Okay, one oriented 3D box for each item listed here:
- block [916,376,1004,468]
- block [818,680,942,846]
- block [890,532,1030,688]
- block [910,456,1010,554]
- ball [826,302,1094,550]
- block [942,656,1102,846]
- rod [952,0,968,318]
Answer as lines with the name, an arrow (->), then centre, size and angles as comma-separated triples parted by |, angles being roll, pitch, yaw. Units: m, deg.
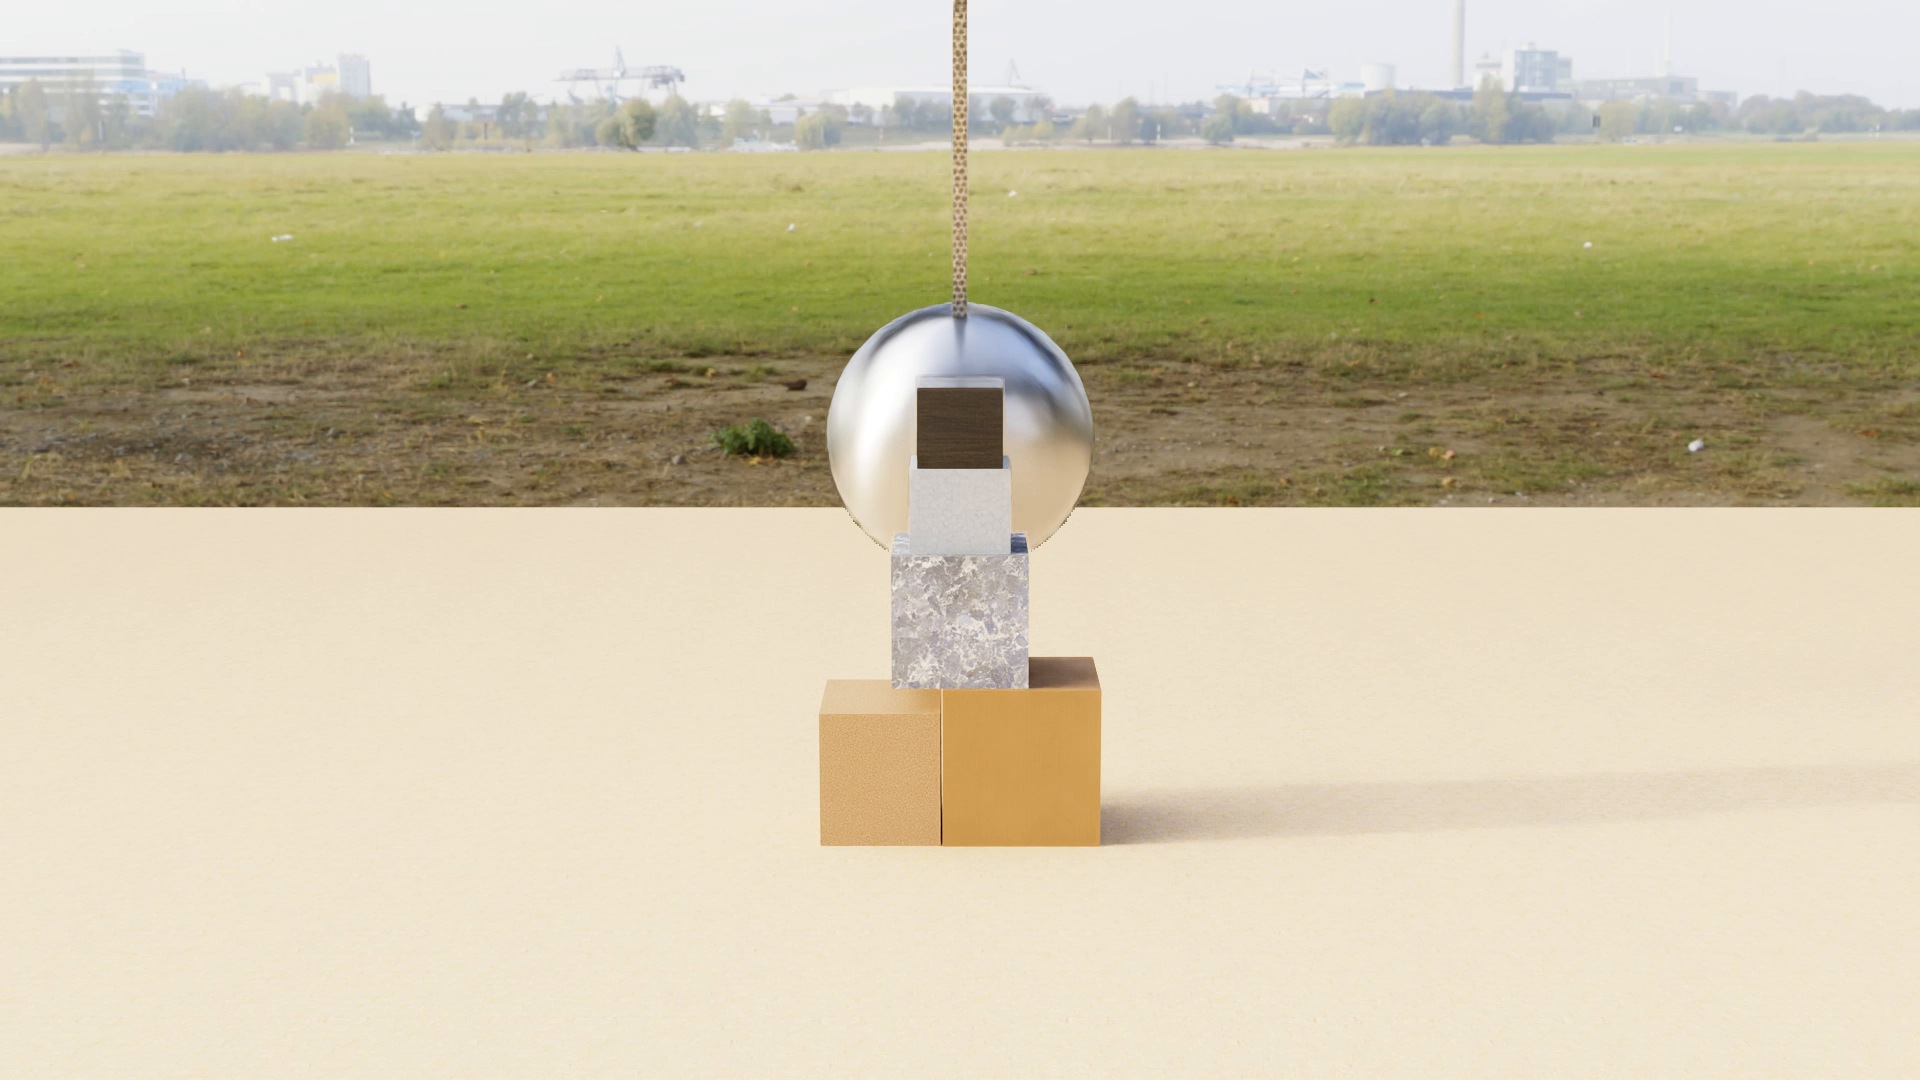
block -> 0.000, -0.593, 11.063 | 0.426, 0.405, 0.480 | 0, 10, 0
block -> -0.401, 1.141, 11.374 | 0.606, 0.686, 0.713 | 0, 10, 0
block -> 0.000, 0.353, 11.238 | 0.682, 0.670, 0.672 | 0, 10, 0
block -> 0.000, -0.184, 11.130 | 0.500, 0.424, 0.501 | 0, 10, 0
ball -> 0.000, -0.621, 13.176 | 1.600, 1.600, 1.600 | 0, 10, 0
block -> 0.308, 1.081, 11.361 | 0.792, 0.808, 0.735 | 0, 10, 0
rod -> 0.000, -3.550, 11.449 | 0.080, 5.200, 0.080 | 0, 31, 0
